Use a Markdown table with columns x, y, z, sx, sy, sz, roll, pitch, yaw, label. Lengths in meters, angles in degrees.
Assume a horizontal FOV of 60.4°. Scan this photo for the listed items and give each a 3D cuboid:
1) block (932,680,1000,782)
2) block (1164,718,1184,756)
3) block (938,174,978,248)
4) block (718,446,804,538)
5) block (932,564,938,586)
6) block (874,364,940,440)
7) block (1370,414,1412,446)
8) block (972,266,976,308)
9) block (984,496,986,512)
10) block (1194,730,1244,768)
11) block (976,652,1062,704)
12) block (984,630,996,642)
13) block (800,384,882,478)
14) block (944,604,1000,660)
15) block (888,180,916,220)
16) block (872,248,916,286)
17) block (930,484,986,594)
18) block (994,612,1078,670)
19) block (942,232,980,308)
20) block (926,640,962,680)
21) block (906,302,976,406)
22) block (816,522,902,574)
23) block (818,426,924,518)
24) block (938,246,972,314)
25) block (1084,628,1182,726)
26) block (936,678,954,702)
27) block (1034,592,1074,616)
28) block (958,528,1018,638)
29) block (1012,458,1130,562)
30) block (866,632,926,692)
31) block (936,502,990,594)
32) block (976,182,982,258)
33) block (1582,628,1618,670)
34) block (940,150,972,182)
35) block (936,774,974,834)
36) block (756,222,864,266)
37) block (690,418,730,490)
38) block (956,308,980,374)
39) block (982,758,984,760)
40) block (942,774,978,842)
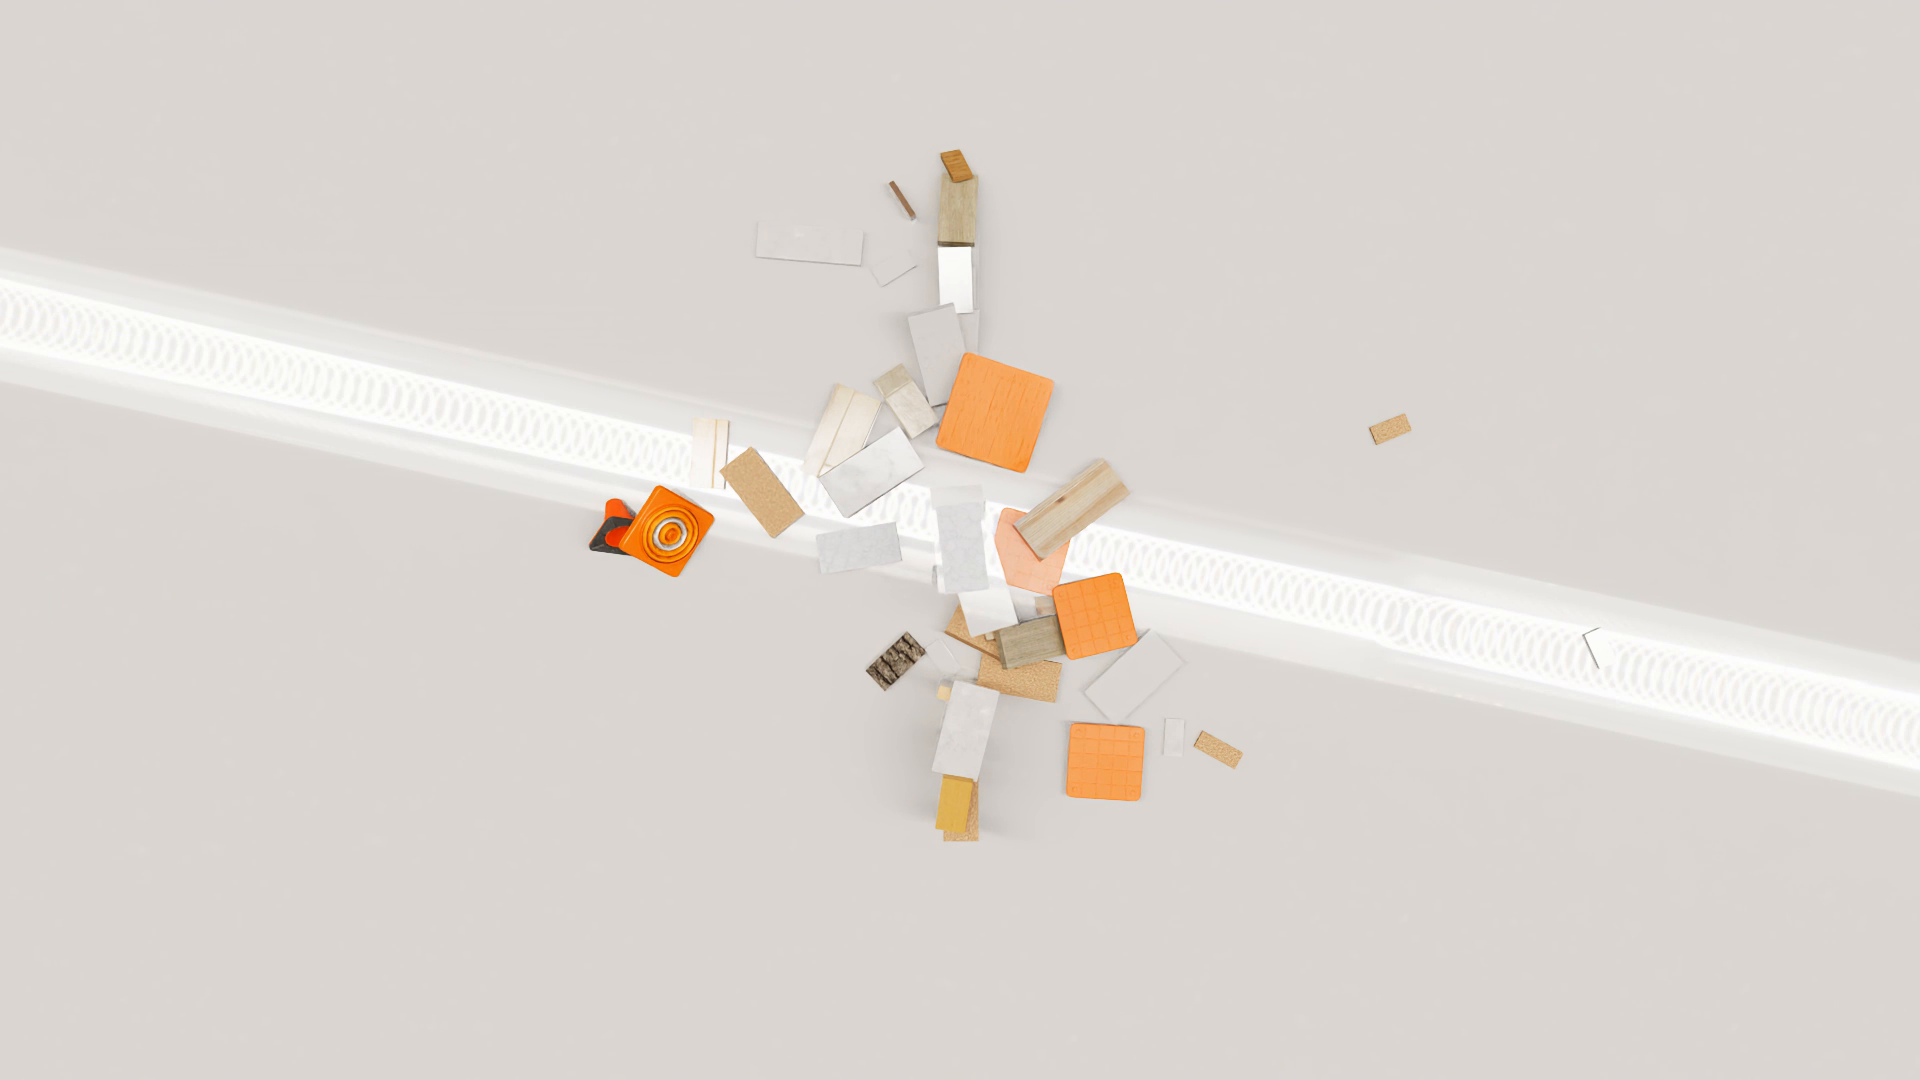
| x | y | z | sx | sy | sz | roll | pitch | yaw | label |
| --- | --- | --- | --- | --- | --- | --- | --- | --- | --- |
| 0.018 | 0.599 | 5.187 | 0.146 | 0.041 | 0.293 | 14 | 90 | 0 | block |
| 0.712 | 0.657 | 5.491 | 0.062 | 0.017 | 0.123 | 4 | 90 | 0 | block |
| -0.006 | -1.084 | 5.418 | 0.122 | 0.035 | 0.245 | 3 | 74 | 1 | block |
| -0.658 | -0.158 | 5.464 | 0.135 | 0.038 | 0.282 | -38 | 95 | -5 | block |
| -0.008 | 0.111 | 5.336 | 0.163 | 0.327 | 0.046 | -2 | 93 | 0 | block |
| -0.178 | -0.460 | 5.484 | 0.115 | 0.033 | 0.229 | -34 | 90 | 0 | block |
| 1.433 | -0.369 | 5.491 | 0.125 | 0.018 | 0.063 | -22 | 90 | 0 | block |
| -0.001 | -0.799 | 5.442 | 0.106 | 0.030 | 0.212 | 0 | 107 | 0 | block |
| -0.001 | -0.111 | 5.336 | 0.163 | 0.327 | 0.046 | -2 | 91 | 0 | block |
| 0.861 | 0.699 | 5.491 | 0.154 | 0.017 | 0.062 | 29 | 90 | 0 | block |
| 0.196 | 0.452 | 5.481 | 0.266 | 0.038 | 0.133 | 10 | 90 | 0 | block |
| 0.112 | 0.236 | 5.447 | 0.095 | 0.027 | 0.189 | -9 | 73 | -10 | block |
| -0.395 | -0.344 | 5.478 | 0.158 | 0.045 | 0.315 | 23 | 90 | 0 | block |
| 0.098 | 0.307 | 5.455 | 0.266 | 0.038 | 0.133 | 27 | 70 | 2 | block |
| -0.191 | -1.124 | 5.466 | 0.019 | 0.067 | 0.134 | -33 | 90 | 0 | block |
| -0.221 | -0.906 | 5.491 | 0.134 | 0.019 | 0.067 | -32 | 90 | 0 | block |
| 0.001 | -0.004 | 5.149 | 0.163 | 0.046 | 0.327 | -5 | 90 | 0 | block |
| 0.249 | 0.332 | 5.425 | 0.266 | 0.038 | 0.133 | -12 | 90 | -26 | block |
| 0.001 | -0.895 | 5.457 | 0.122 | 0.035 | 0.245 | 0 | 102 | 0 | block |
| -0.056 | 0.397 | 5.491 | 0.062 | 0.017 | 0.123 | -35 | 90 | 0 | block |
| -0.060 | -0.608 | 5.411 | 0.158 | 0.045 | 0.315 | -14 | 115 | 1 | block |
| -0.336 | 0.026 | 5.481 | 0.269 | 0.038 | 0.135 | -9 | 91 | 0 | block |
| -0.293 | -0.224 | 5.446 | 0.315 | 0.045 | 0.158 | -33 | 100 | -7 | block |
| -0.015 | -0.847 | 5.385 | 0.106 | 0.030 | 0.212 | -2 | 95 | 0 | block |
| 0.574 | 0.455 | 5.478 | 0.305 | 0.043 | 0.153 | -43 | 90 | 0 | block |
| 0.001 | 0.500 | 5.354 | 0.146 | 0.293 | 0.041 | 16 | 89 | 0 | block |
| 0.315 | 0.214 | 5.491 | 0.125 | 0.018 | 0.063 | -8 | 90 | 0 | block |
| 0.063 | 0.133 | 5.103 | 0.153 | 0.043 | 0.305 | -16 | 90 | 0 | block |
| 0.368 | -0.100 | 5.447 | 0.375 | 0.043 | 0.153 | -37 | 86 | -8 | block |
| -0.213 | 0.404 | 5.487 | 0.189 | 0.027 | 0.094 | -43 | 90 | 0 | block |
| 0.007 | 0.026 | 5.063 | 0.135 | 0.038 | 0.269 | -6 | 90 | 0 | block |
| 0.007 | -1.064 | 5.483 | 0.122 | 0.035 | 0.245 | 1 | 90 | 0 | block |
| 2.131 | 0.360 | 5.491 | 0.063 | 0.018 | 0.125 | -24 | 90 | 0 | block |
| -0.012 | -1.236 | 5.446 | 0.067 | 0.019 | 0.134 | -14 | 53 | -12 | block |
| -0.018 | 0.830 | 5.190 | 0.095 | 0.027 | 0.189 | 9 | 114 | 2 | block |
| -0.499 | -0.984 | 5.484 | 0.348 | 0.033 | 0.115 | 5 | 90 | 0 | block |
| -0.834 | -0.287 | 5.484 | 0.115 | 0.033 | 0.230 | 4 | 90 | 0 | block |
| 0.006 | -0.660 | 5.454 | 0.106 | 0.030 | 0.211 | 2 | 107 | -1 | block |
| 0.005 | 0.676 | 5.354 | 0.146 | 0.293 | 0.041 | 0 | 90 | 0 | block |
| 0.003 | 0.845 | 5.257 | 0.113 | 0.032 | 0.227 | 0 | 90 | 0 | block |
